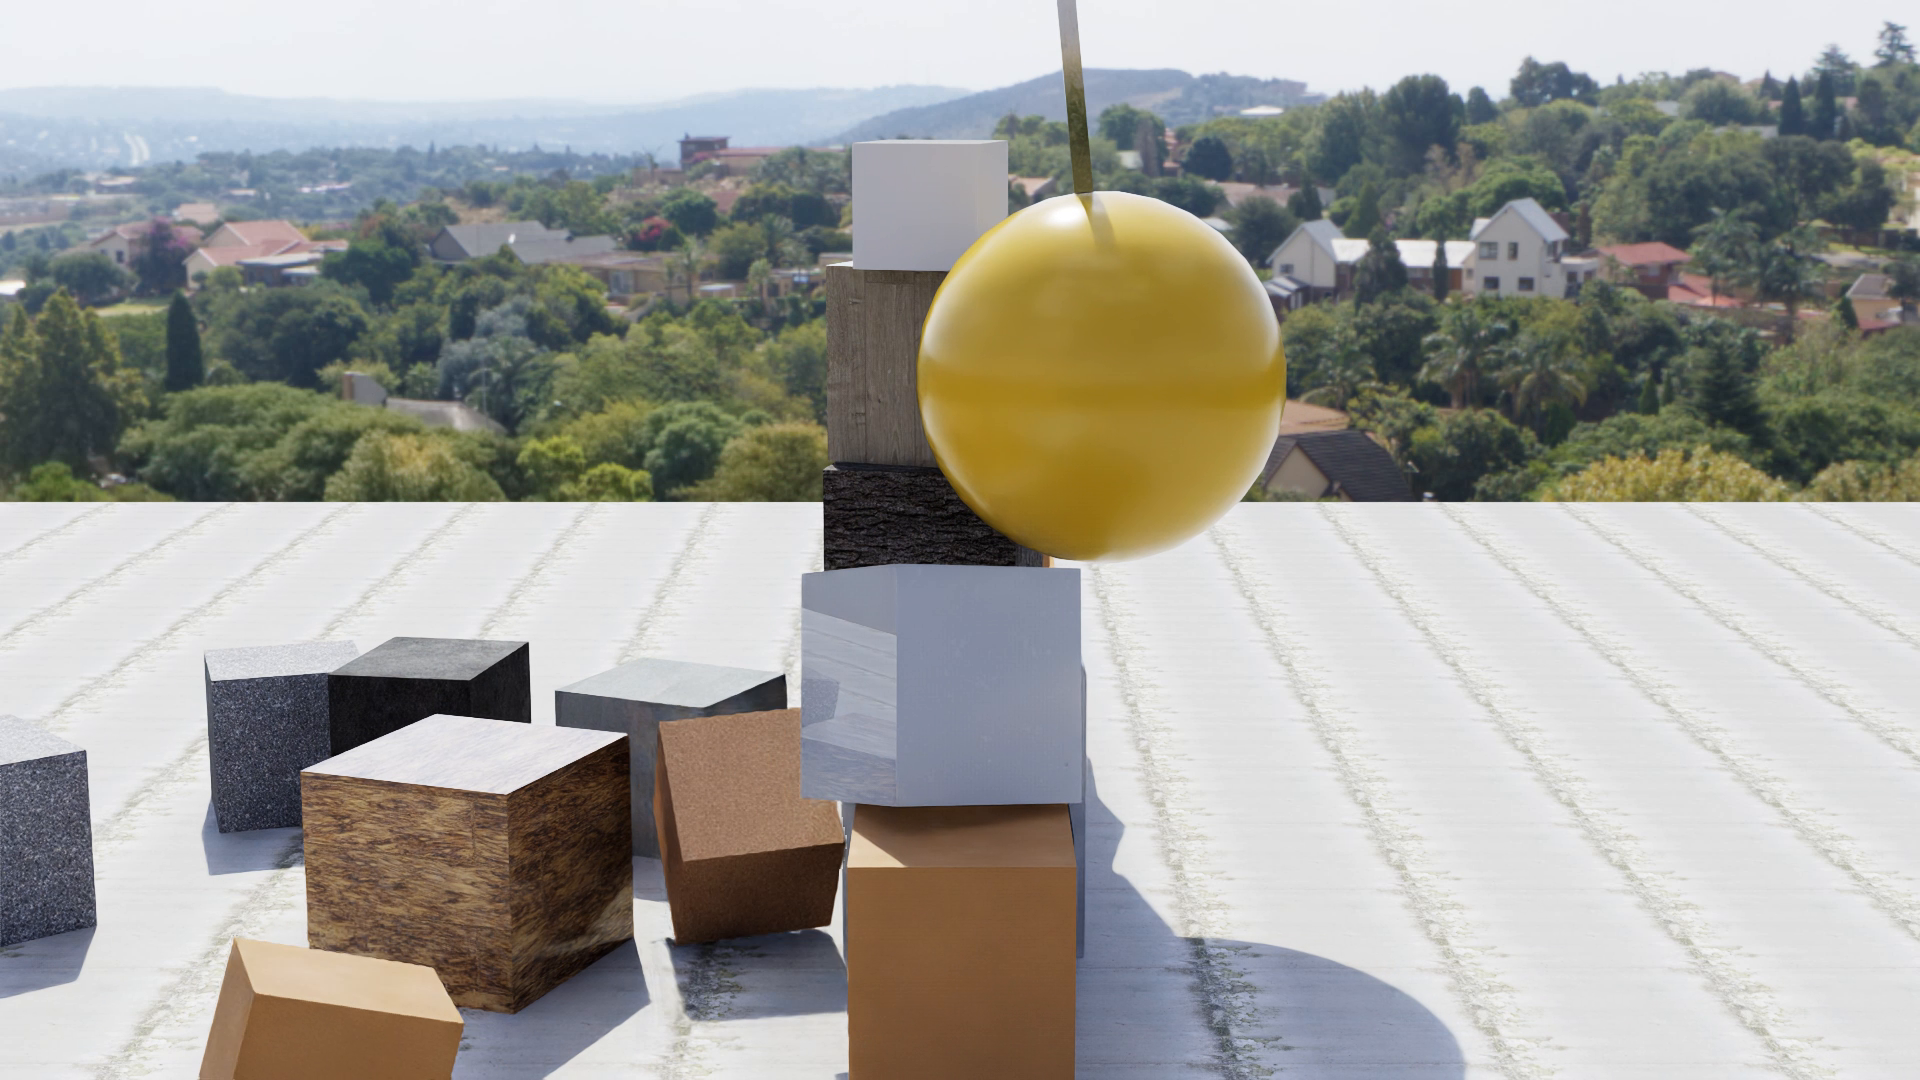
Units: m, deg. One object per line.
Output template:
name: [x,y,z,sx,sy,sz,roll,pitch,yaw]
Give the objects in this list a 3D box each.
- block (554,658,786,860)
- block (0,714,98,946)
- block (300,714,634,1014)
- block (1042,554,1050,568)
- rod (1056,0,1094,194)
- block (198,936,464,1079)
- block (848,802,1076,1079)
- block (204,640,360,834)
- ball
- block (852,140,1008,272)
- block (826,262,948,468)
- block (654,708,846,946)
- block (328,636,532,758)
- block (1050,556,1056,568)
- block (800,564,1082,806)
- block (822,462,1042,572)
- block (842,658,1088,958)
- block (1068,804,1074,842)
block: [-1.334,1.015,11.945,0.790,0.730,0.750,5,11,25]
block: [-4.169,1.231,10.683,0.801,0.757,0.807,-9,14,-41]
block: [-1.940,1.261,10.217,0.911,0.863,0.954,4,11,21]
block: [-0.006,-0.165,13.024,0.824,0.725,0.822,1,9,10]
rod: [0.263,-4.026,10.448,0.080,5.200,0.080,-6,10,1]
block: [-2.032,1.684,8.214,0.661,0.583,0.556,14,4,-24]
block: [0.006,1.460,9.075,0.770,0.881,0.798,0,10,0]
block: [-3.242,0.934,12.379,0.712,0.733,0.685,-4,11,-19]
ball: [0.606,-0.698,11.053,1.600,1.600,1.600,0,10,0]
block: [-0.131,-1.553,11.856,0.585,0.568,0.622,2,11,13]
block: [-0.109,-0.870,12.249,0.759,0.918,0.858,4,11,22]
block: [-0.874,1.166,10.473,0.642,0.660,0.657,-5,53,-13]
block: [-2.470,0.950,12.054,0.676,0.817,0.814,2,10,9]
block: [-0.019,0.595,13.611,1.034,0.960,0.896,0,10,0]
block: [-0.081,0.537,9.483,0.737,0.846,0.851,2,-4,-26]
block: [-0.113,-0.020,12.193,0.901,0.734,0.825,2,11,10]
block: [0.010,1.012,10.732,0.972,1.168,1.058,0,10,0]
block: [0.014,1.390,9.863,0.810,0.736,0.762,0,10,0]
